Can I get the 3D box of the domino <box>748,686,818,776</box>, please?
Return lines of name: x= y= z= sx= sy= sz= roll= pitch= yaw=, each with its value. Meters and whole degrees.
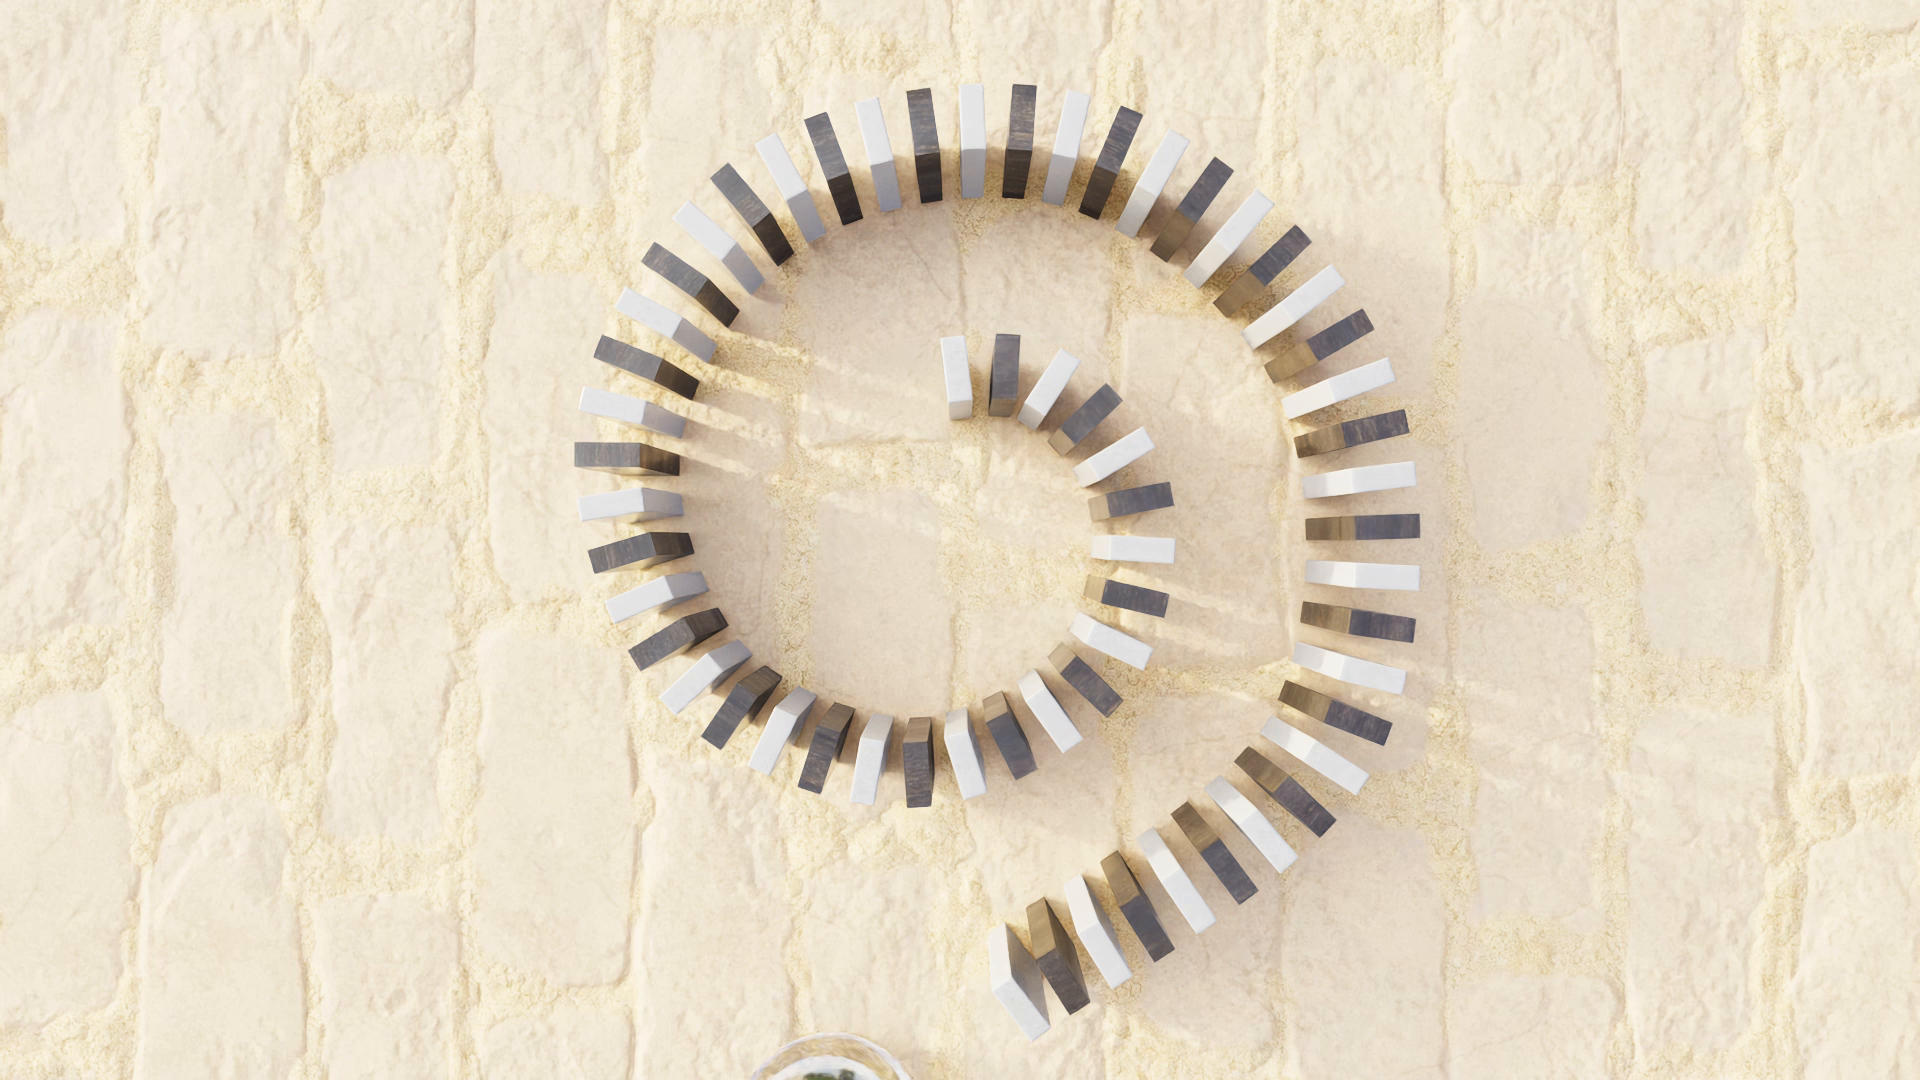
domino: x=-0.072 y=0.077 z=0.375 sx=0.009 sy=0.050 sz=0.025 roll=25 pitch=90 yaw=0

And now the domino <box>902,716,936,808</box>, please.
domino: x=-0.016 y=0.090 z=0.375 sx=0.009 sy=0.050 sz=0.025 roll=-4 pitch=90 yaw=0

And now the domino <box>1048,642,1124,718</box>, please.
domino: x=0.050 y=0.056 z=0.375 sx=0.025 sy=0.050 sz=0.010 roll=43 pitch=90 yaw=0

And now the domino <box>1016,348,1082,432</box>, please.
domino: x=0.036 y=-0.061 z=0.375 sx=0.010 sy=0.050 sz=0.025 roll=33 pitch=90 yaw=0

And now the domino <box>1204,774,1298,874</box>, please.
domino: x=0.118 y=0.115 z=0.375 sx=0.010 sy=0.050 sz=0.025 roll=-41 pitch=90 yaw=0

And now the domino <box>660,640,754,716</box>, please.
domino: x=-0.103 y=0.055 z=0.375 sx=0.025 sy=0.050 sz=0.010 roll=-43 pitch=90 yaw=0

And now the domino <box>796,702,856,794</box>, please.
domino: x=-0.054 y=0.084 z=0.375 sx=0.010 sy=0.050 sz=0.025 roll=18 pitch=90 yaw=0

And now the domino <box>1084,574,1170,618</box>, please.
domino: x=0.067 y=0.022 z=0.375 sx=0.025 sy=0.050 sz=0.009 roll=13 pitch=90 yaw=0

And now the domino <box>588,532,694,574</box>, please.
domino: x=-0.129 y=0.005 z=0.375 sx=0.025 sy=0.050 sz=0.010 roll=-17 pitch=90 yaw=0

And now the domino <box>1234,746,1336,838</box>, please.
domino: x=0.132 y=0.102 z=0.375 sx=0.025 sy=0.050 sz=0.010 roll=43 pitch=90 yaw=0

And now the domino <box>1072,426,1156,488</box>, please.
domino: x=0.062 y=-0.033 z=0.375 sx=0.025 sy=0.050 sz=0.009 roll=-31 pitch=90 yaw=0

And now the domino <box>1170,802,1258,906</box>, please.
domino: x=0.103 y=0.127 z=0.375 sx=0.010 sy=0.050 sz=0.025 roll=-37 pitch=90 yaw=0

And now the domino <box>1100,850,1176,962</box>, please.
domino: x=0.072 y=0.148 z=0.375 sx=0.009 sy=0.050 sz=0.025 roll=-33 pitch=90 yaw=0

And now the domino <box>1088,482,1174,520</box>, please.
domino: x=0.069 y=-0.015 z=0.375 sx=0.025 sy=0.050 sz=0.010 roll=-11 pitch=90 yaw=0

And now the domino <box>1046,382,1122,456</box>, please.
domino: x=0.050 y=-0.048 z=0.375 sx=0.025 sy=0.050 sz=0.010 roll=-43 pitch=90 yaw=0

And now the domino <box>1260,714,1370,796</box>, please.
domino: x=0.144 y=0.087 z=0.375 sx=0.025 sy=0.050 sz=0.009 roll=33 pitch=90 yaw=0

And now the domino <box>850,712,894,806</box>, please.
domino: x=-0.035 y=0.089 z=0.375 sx=0.010 sy=0.050 sz=0.025 roll=10 pitch=90 yaw=0

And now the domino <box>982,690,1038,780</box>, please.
domino: x=0.020 y=0.079 z=0.375 sx=0.010 sy=0.050 sz=0.025 roll=-27 pitch=90 yaw=0

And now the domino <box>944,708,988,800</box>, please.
domino: x=0.002 y=0.086 z=0.375 sx=0.009 sy=0.050 sz=0.025 roll=-18 pitch=90 yaw=0

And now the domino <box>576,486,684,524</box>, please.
domino: x=-0.133 y=-0.014 z=0.375 sx=0.025 sy=0.050 sz=0.010 roll=-9 pitch=90 yaw=0

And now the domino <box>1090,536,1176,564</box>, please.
domino: x=0.070 y=0.004 z=0.375 sx=0.025 sy=0.050 sz=0.009 roll=3 pitch=90 yaw=0

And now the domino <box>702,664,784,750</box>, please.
domino: x=-0.088 y=0.067 z=0.375 sx=0.010 sy=0.050 sz=0.025 roll=34 pitch=90 yaw=0

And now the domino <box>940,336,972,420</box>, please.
domino: x=-0.001 y=-0.065 z=0.375 sx=0.010 sy=0.050 sz=0.025 roll=-7 pitch=90 yaw=0

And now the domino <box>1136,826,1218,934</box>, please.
domino: x=0.087 y=0.138 z=0.375 sx=0.009 sy=0.050 sz=0.025 roll=-34 pitch=90 yaw=0

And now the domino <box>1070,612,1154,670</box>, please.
domino: x=0.061 y=0.040 z=0.375 sx=0.025 sy=0.050 sz=0.009 roll=25 pitch=90 yaw=0

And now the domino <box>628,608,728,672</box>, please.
domino: x=-0.114 y=0.040 z=0.375 sx=0.025 sy=0.050 sz=0.010 roll=-31 pitch=90 yaw=0

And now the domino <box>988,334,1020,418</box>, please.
domino: x=0.018 y=-0.066 z=0.375 sx=0.010 sy=0.050 sz=0.025 roll=3 pitch=90 yaw=0

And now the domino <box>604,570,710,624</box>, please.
domino: x=-0.123 y=0.023 z=0.375 sx=0.025 sy=0.050 sz=0.010 roll=-23 pitch=90 yaw=0

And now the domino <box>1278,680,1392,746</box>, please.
domino: x=0.152 y=0.070 z=0.375 sx=0.025 sy=0.050 sz=0.009 roll=21 pitch=90 yaw=0

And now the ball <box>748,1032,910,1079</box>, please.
ball: x=-0.053 y=0.239 z=0.360 sx=0.080 sy=0.080 sz=0.080 roll=0 pitch=90 yaw=0

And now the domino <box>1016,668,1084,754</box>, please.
domino: x=0.036 y=0.069 z=0.375 sx=0.009 sy=0.050 sz=0.025 roll=-36 pitch=90 yaw=0
